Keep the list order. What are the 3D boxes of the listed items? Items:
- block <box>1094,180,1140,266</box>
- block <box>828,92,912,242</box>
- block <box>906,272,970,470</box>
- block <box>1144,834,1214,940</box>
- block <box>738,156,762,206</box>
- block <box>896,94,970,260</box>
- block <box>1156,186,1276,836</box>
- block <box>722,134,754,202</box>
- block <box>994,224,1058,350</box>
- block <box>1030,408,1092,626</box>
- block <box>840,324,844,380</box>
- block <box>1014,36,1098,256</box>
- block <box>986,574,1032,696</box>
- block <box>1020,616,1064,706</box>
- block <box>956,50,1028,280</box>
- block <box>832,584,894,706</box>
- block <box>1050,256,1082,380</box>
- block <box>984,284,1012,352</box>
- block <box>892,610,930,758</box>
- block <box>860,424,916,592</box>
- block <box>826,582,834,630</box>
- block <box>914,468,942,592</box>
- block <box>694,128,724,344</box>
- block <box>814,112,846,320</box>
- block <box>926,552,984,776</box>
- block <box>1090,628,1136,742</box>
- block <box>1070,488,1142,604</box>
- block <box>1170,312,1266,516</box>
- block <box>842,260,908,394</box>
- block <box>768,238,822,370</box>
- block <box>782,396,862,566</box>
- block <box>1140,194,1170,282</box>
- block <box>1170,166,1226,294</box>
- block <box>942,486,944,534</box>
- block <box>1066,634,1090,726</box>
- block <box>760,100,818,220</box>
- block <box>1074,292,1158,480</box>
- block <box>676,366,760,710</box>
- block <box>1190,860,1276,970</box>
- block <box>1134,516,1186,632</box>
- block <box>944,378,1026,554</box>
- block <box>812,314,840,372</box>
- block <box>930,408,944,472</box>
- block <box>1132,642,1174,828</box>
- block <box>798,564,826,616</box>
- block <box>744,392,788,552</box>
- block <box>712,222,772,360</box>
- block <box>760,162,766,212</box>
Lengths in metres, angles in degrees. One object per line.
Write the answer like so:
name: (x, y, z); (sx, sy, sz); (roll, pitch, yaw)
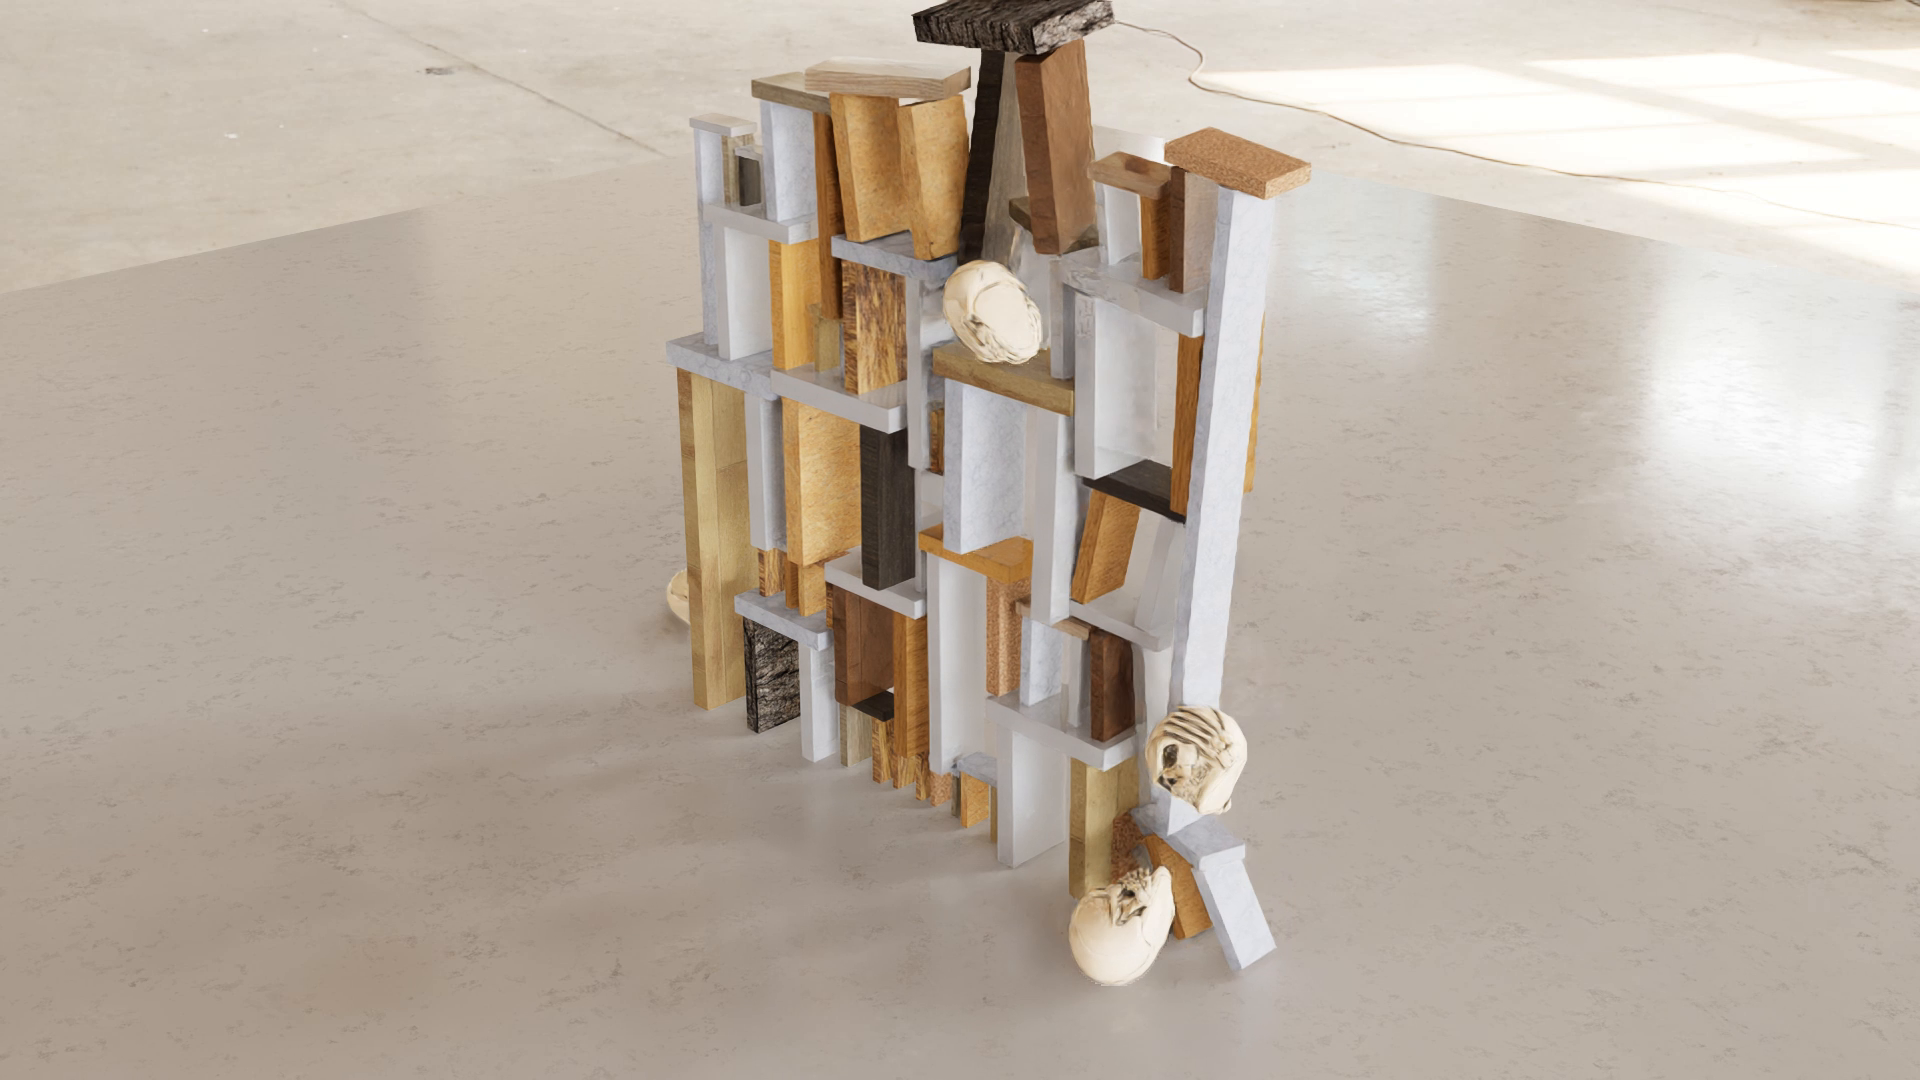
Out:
block: (0.265, -0.546, 3.694); (0.076, 0.152, 0.022); (-31, 41, -31)
block: (-0.164, -0.707, 4.104); (0.039, 0.275, 0.137); (11, 24, 44)
block: (-0.039, -0.326, 4.130); (0.037, 0.372, 0.131); (21, 31, 40)
block: (0.413, 0.624, 4.051); (0.099, 0.197, 0.028); (-18, 0, -36)
block: (-0.415, -0.716, 4.364); (0.050, 0.100, 0.014); (-21, 31, -40)
block: (-0.038, -0.659, 3.989); (0.039, 0.275, 0.137); (9, 23, 42)
block: (0.428, -0.024, 3.729); (0.107, 1.207, 0.030); (-22, 36, -39)
block: (-0.441, -0.746, 4.390); (0.067, 0.134, 0.019); (-22, 31, -40)
block: (0.129, -0.458, 3.980); (0.105, 0.211, 0.030); (7, 5, -44)
block: (0.206, -0.061, 3.983); (0.047, 0.405, 0.167); (20, 28, 38)
block: (-0.208, -0.375, 4.299); (0.057, 0.114, 0.016); (-21, 31, -39)
block: (0.167, -0.674, 3.722); (0.048, 0.339, 0.170); (9, 35, 26)
block: (0.105, 0.166, 4.185); (0.121, 0.241, 0.034); (-21, 31, -40)
block: (0.154, 0.215, 4.147); (0.025, 0.179, 0.090); (21, 30, 40)
block: (0.076, -0.706, 4.056); (0.048, 0.447, 0.170); (5, -5, 25)
block: (-0.197, 0.197, 4.520); (0.132, 0.265, 0.037); (-21, 31, -41)
block: (0.204, -0.396, 3.863); (0.030, 0.211, 0.105); (16, 26, 41)
block: (0.071, -0.406, 4.007); (0.016, 0.116, 0.058); (21, 29, 36)
block: (-0.072, 0.271, 4.415); (0.132, 0.318, 0.037); (-21, 31, -41)
block: (-0.116, -0.085, 4.318); (0.169, 0.338, 0.048); (-21, 31, -41)
block: (-0.246, 0.113, 4.538); (0.065, 0.130, 0.018); (-21, 32, -41)
block: (-0.060, -0.027, 4.280); (0.017, 0.261, 0.059); (21, 31, 41)
block: (-0.503, -0.625, 4.511); (0.019, 0.452, 0.067); (21, 31, 41)
block: (-0.217, -0.625, 4.192); (0.116, 0.397, 0.033); (-21, 30, -40)
block: (-0.007, 0.229, 4.336); (0.121, 0.474, 0.034); (-21, 30, -40)
block: (0.283, 0.254, 4.019); (0.030, 0.209, 0.104); (17, 28, 38)
block: (0.269, -0.005, 3.977); (0.033, 0.231, 0.116); (32, 37, 32)
block: (0.432, -0.216, 3.697); (0.164, 0.328, 0.046); (-23, 34, -38)
block: (-0.162, -0.422, 4.221); (0.037, 0.263, 0.131); (21, 31, 40)
block: (-0.313, -0.479, 4.358); (0.037, 0.259, 0.130); (21, 31, 40)
block: (-0.276, -0.139, 4.466); (0.048, 0.355, 0.169); (21, 31, 40)
block: (0.334, -0.512, 3.630); (0.076, 0.152, 0.022); (-31, 42, -31)
block: (0.389, -0.518, 3.579); (0.107, 0.214, 0.030); (-28, 39, -36)
block: (-0.007, -0.072, 4.202); (0.017, 0.117, 0.059); (23, 32, 39)
block: (0.240, 0.248, 4.070); (0.025, 0.179, 0.090); (21, 29, 40)
block: (-0.326, -0.744, 4.260); (0.116, 0.231, 0.033); (-21, 29, -40)
block: (0.273, -0.285, 3.833); (0.164, 0.328, 0.046); (-22, 31, -40)
block: (-0.515, -0.015, 4.785); (0.168, 0.790, 0.048); (-21, 31, -41)
block: (0.493, 0.664, 3.964); (0.099, 0.197, 0.028); (-21, -1, -41)
block: (0.379, 0.044, 3.883); (0.033, 0.231, 0.116); (33, 37, 31)
block: (0.047, -0.154, 4.111); (0.167, 0.334, 0.047); (-19, 28, -41)
block: (-0.263, -0.395, 4.346); (0.016, 0.114, 0.057); (21, 31, 41)
block: (-0.028, -0.192, 4.141); (0.058, 0.116, 0.016); (-21, 32, -40)
block: (0.373, 0.345, 4.064); (0.104, 0.375, 0.030); (-21, 26, -37)
block: (-0.307, 0.090, 4.594); (0.018, 0.130, 0.065); (22, 31, 40)
block: (-0.361, -0.162, 4.549); (0.048, 0.336, 0.168); (20, 30, 39)
block: (-0.435, -0.517, 4.476); (0.037, 0.281, 0.130); (21, 31, 41)
block: (-0.368, -0.698, 4.320); (0.050, 0.100, 0.014); (-21, 31, -40)
